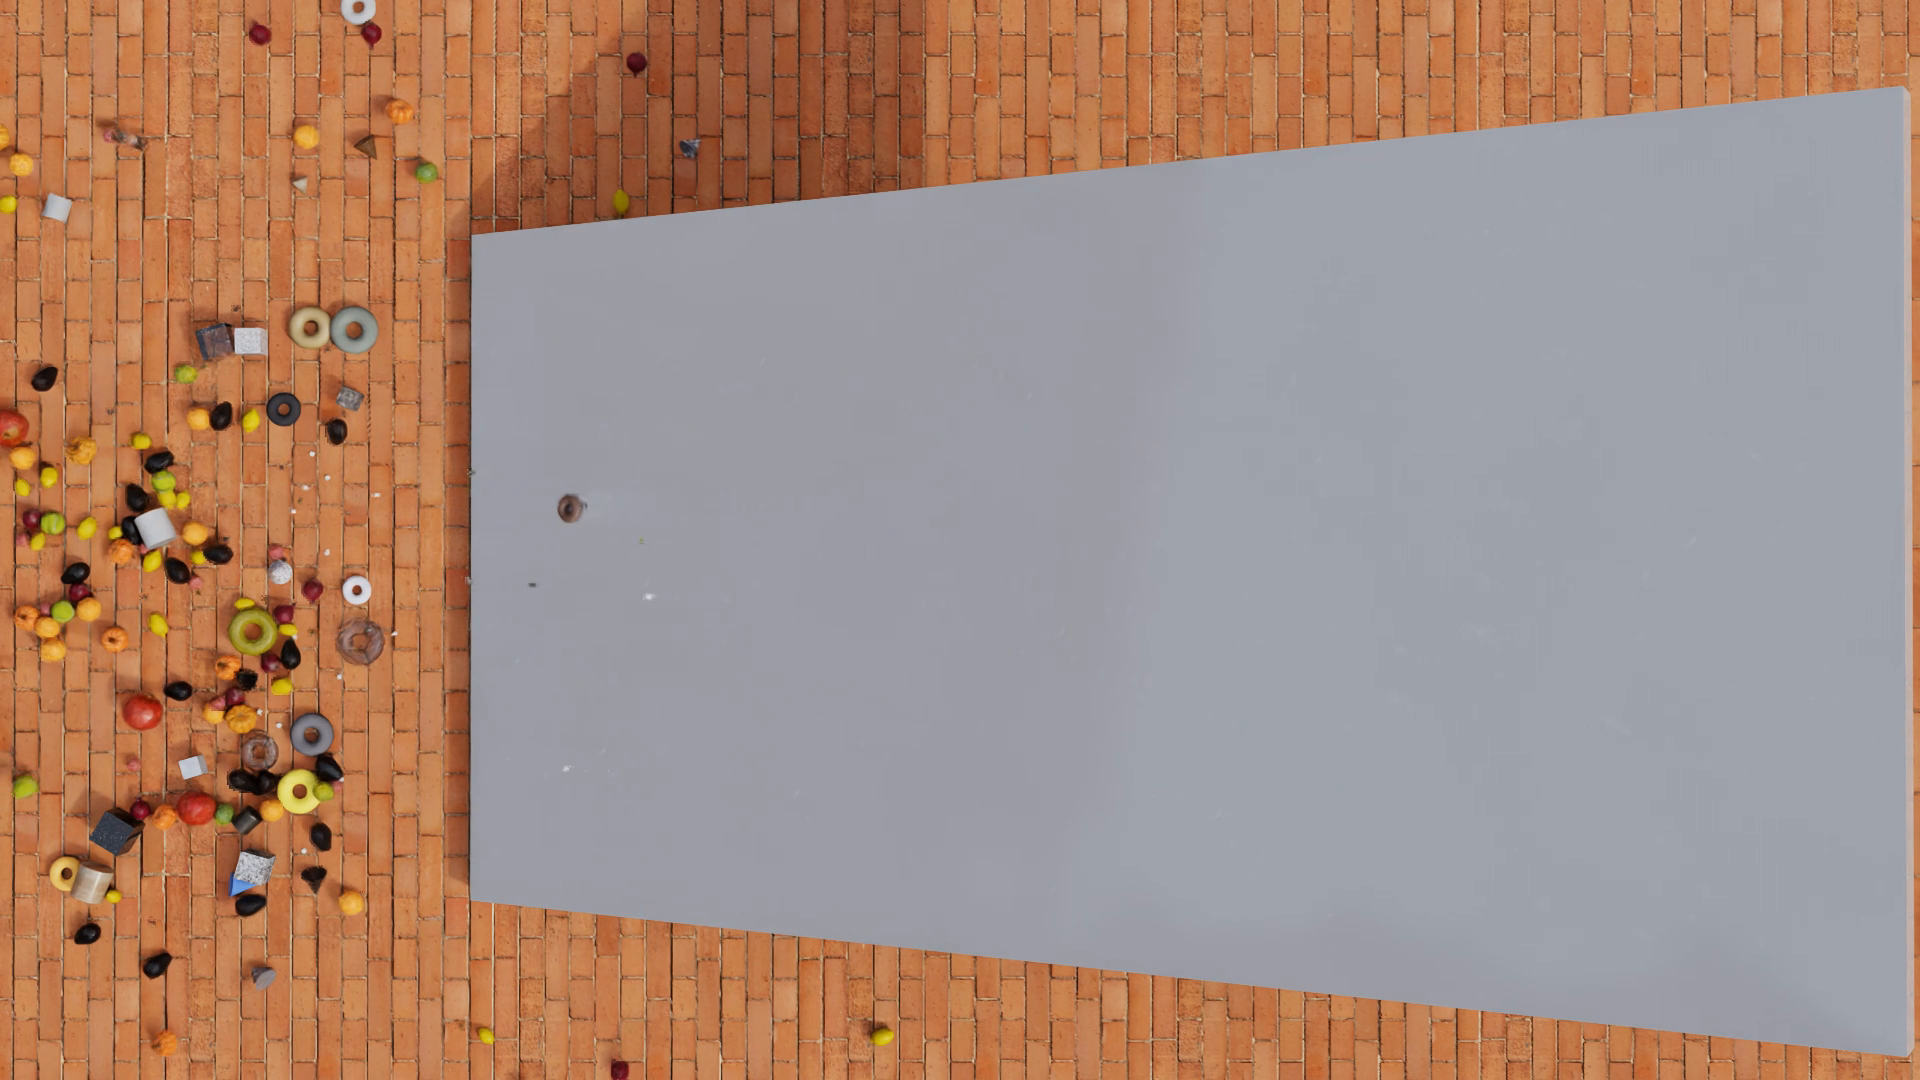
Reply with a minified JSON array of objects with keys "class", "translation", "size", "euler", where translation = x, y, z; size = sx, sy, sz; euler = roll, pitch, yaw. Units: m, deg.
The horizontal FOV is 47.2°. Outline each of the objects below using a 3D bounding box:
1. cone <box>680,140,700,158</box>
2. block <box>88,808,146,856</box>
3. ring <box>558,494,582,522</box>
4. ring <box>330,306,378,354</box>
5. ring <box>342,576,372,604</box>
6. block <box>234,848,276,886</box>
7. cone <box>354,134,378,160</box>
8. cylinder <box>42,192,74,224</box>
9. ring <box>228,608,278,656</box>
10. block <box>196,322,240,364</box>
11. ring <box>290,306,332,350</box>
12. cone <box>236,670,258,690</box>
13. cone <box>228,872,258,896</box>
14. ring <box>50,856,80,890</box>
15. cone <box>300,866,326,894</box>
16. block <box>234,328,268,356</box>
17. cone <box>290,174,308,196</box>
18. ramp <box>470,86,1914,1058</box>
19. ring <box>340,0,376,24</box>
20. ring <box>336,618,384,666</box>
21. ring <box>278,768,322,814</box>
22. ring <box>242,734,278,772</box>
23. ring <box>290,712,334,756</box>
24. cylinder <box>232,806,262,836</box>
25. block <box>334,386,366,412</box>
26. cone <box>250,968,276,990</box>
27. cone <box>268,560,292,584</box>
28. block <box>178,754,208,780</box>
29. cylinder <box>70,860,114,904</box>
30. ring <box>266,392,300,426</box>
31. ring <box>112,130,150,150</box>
[{"class":"cone","translation":[-0.809,-1.203,6.691],"size":[0.064,0.064,0.064],"euler":[47,63,0]},{"class":"block","translation":[-2.542,0.880,6.637],"size":[0.099,0.099,0.099],"euler":[31,90,0]},{"class":"ring","translation":[-1.134,-0.093,6.389],"size":[0.084,0.028,0.084],"euler":[-1,89,33]},{"class":"ring","translation":[-1.839,-0.637,6.676],"size":[0.147,0.049,0.147],"euler":[0,90,-2]},{"class":"ring","translation":[-1.831,0.152,6.678],"size":[0.089,0.030,0.089],"euler":[0,88,0]},{"class":"block","translation":[-2.130,0.987,6.644],"size":[0.083,0.083,0.083],"euler":[17,89,0]},{"class":"cone","translation":[-1.793,-1.184,6.689],"size":[0.072,0.072,0.072],"euler":[-32,116,0]},{"class":"cylinder","translation":[-2.737,-1.007,6.668],"size":[0.070,0.070,0.070],"euler":[23,78,0]},{"class":"ring","translation":[-2.142,0.277,6.662],"size":[0.148,0.049,0.148],"euler":[0,91,-9]},{"class":"block","translation":[-2.242,-0.596,6.654],"size":[0.092,0.092,0.092],"euler":[-16,89,0]},{"class":"ring","translation":[-1.971,-0.644,6.678],"size":[0.134,0.045,0.134],"euler":[0,88,0]},{"class":"cone","translation":[-2.172,0.414,6.648],"size":[0.066,0.066,0.066],"euler":[-3,71,10]},{"class":"cone","translation":[-2.170,1.045,6.667],"size":[0.078,0.078,0.078],"euler":[6,89,-26]},{"class":"ring","translation":[-2.708,1.011,6.668],"size":[0.105,0.035,0.105],"euler":[0,88,-1]},{"class":"cone","translation":[-1.957,1.044,6.668],"size":[0.076,0.076,0.076],"euler":[4,116,0]},{"class":"block","translation":[-2.147,-0.600,6.662],"size":[0.077,0.077,0.077],"euler":[-1,89,0]},{"class":"cone","translation":[-2.001,-1.073,6.691],"size":[0.057,0.057,0.057],"euler":[-15,116,0]},{"class":"ramp","translation":[0.264,0.073,5.610],"size":[4.000,0.100,2.000],"euler":[0,89,31]},{"class":"ring","translation":[-1.831,-1.621,6.692],"size":[0.109,0.036,0.109],"euler":[0,89,1]},{"class":"ring","translation":[-1.818,0.309,6.667],"size":[0.147,0.049,0.147],"euler":[0,88,1]},{"class":"ring","translation":[-2.001,0.761,6.665],"size":[0.137,0.046,0.137],"euler":[0,90,-1]},{"class":"ring","translation":[-2.122,0.645,6.670],"size":[0.114,0.038,0.114],"euler":[0,91,-1]},{"class":"ring","translation":[-1.965,0.590,6.667],"size":[0.133,0.044,0.133],"euler":[0,91,-1]},{"class":"cylinder","translation":[-2.157,0.849,6.655],"size":[0.063,0.063,0.063],"euler":[-43,90,0]},{"class":"block","translation":[-1.850,-0.428,6.669],"size":[0.058,0.058,0.058],"euler":[25,90,0]},{"class":"cone","translation":[-2.129,1.315,6.666],"size":[0.071,0.071,0.071],"euler":[31,89,27]},{"class":"cone","translation":[-2.070,0.098,6.656],"size":[0.074,0.074,0.074],"euler":[0,89,0]},{"class":"block","translation":[-2.321,0.687,6.659],"size":[0.058,0.058,0.058],"euler":[-17,89,0]},{"class":"cylinder","translation":[-2.619,1.033,6.635],"size":[0.099,0.099,0.099],"euler":[20,90,0]},{"class":"ring","translation":[-2.054,-0.397,6.681],"size":[0.104,0.035,0.104],"euler":[0,88,-1]},{"class":"ring","translation":[-2.502,-1.204,6.632],"size":[0.113,0.113,0.038],"euler":[17,90,0]}]
